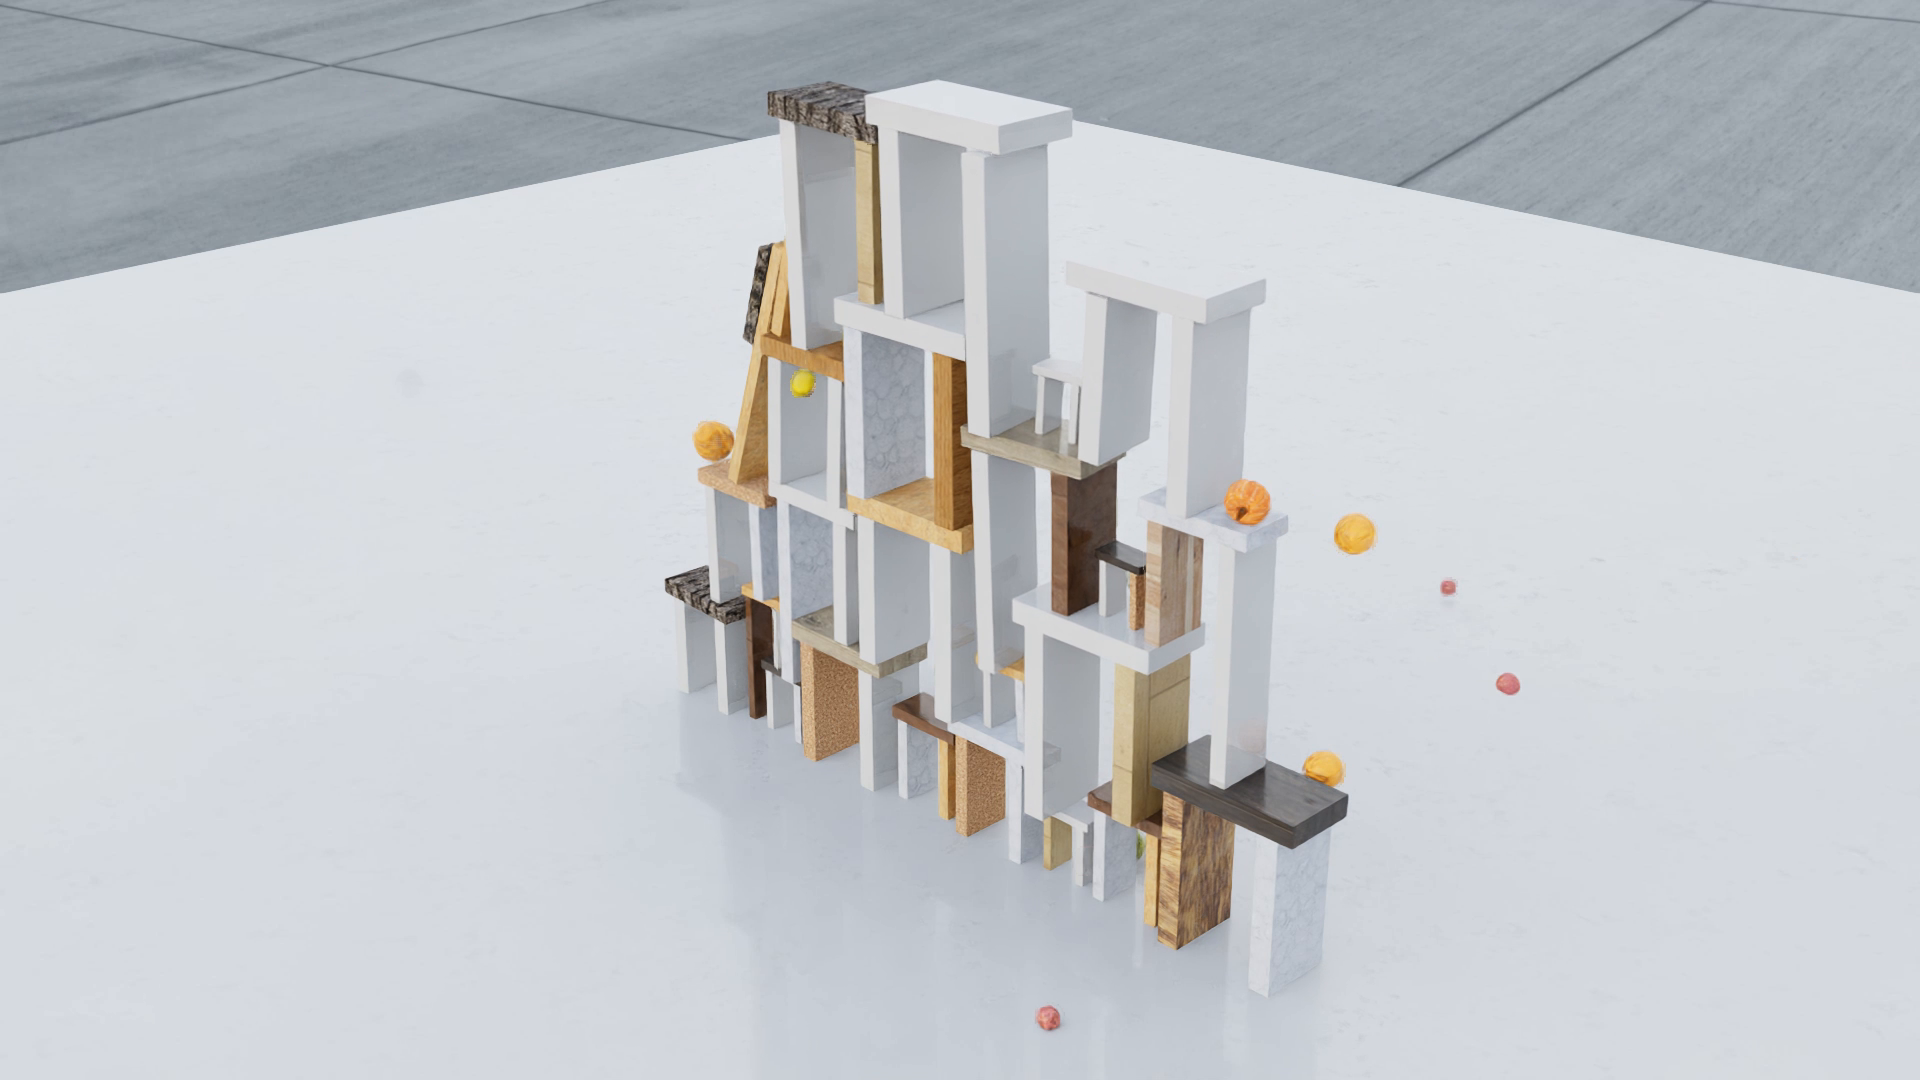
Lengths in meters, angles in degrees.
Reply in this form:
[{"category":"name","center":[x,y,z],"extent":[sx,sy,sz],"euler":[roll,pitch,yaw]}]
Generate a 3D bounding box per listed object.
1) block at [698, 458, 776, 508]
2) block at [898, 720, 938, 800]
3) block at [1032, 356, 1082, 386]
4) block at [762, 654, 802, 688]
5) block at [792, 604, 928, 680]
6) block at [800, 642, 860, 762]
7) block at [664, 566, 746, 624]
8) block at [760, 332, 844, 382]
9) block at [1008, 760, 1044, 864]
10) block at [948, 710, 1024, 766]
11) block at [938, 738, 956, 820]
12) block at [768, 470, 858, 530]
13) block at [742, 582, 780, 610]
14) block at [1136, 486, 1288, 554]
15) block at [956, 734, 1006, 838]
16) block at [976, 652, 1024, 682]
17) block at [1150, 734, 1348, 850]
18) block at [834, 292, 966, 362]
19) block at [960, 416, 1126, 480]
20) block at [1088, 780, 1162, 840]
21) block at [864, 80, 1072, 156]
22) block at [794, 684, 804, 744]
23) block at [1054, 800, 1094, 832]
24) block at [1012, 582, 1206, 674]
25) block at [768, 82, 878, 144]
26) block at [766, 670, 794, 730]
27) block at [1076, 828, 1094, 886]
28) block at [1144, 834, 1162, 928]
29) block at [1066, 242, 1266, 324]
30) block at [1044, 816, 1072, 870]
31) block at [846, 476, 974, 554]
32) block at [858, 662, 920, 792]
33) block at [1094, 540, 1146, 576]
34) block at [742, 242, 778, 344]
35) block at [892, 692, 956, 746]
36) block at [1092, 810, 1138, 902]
[{"category":"block","center":[-0.444,-0.123,4.655],"extent":[0.218,0.031,0.109],"euler":[21,31,41]},{"category":"block","center":[-0.085,0.436,4.508],"extent":[0.025,0.176,0.088],"euler":[21,31,41]},{"category":"block","center":[0.189,-0.296,3.861],"extent":[0.112,0.016,0.056],"euler":[18,31,37]},{"category":"block","center":[-0.356,0.277,4.728],"extent":[0.069,0.020,0.138],"euler":[-21,32,-41]},{"category":"block","center":[-0.209,0.205,4.537],"extent":[0.135,0.038,0.270],"euler":[-21,31,-40]},{"category":"block","center":[-0.271,0.322,4.657],"extent":[0.135,0.270,0.038],"euler":[-21,31,-41]},{"category":"block","center":[-0.538,0.119,4.850],"extent":[0.115,0.033,0.230],"euler":[-19,30,-38]},{"category":"block","center":[-0.255,-0.371,4.338],"extent":[0.134,0.038,0.268],"euler":[-21,31,-40]},{"category":"block","center":[0.145,0.511,4.276],"extent":[0.110,0.220,0.031],"euler":[-21,31,-41]},{"category":"block","center":[0.093,0.375,4.274],"extent":[0.110,0.031,0.220],"euler":[-21,31,-40]},{"category":"block","center":[-0.002,0.468,4.432],"extent":[0.088,0.176,0.025],"euler":[-21,31,-41]},{"category":"block","center":[-0.254,-0.091,4.464],"extent":[0.131,0.037,0.263],"euler":[-21,30,-40]},{"category":"block","center":[-0.398,0.116,4.712],"extent":[0.135,0.019,0.068],"euler":[21,30,41]},{"category":"block","center":[0.427,-0.042,3.727],"extent":[0.233,0.033,0.117],"euler":[21,32,40]},{"category":"block","center":[0.041,0.470,4.371],"extent":[0.110,0.220,0.031],"euler":[-21,31,-40]},{"category":"block","center":[0.102,0.233,4.195],"extent":[0.135,0.019,0.067],"euler":[20,33,39]},{"category":"block","center":[0.507,0.439,3.867],"extent":[0.313,0.044,0.157],"euler":[21,31,41]},{"category":"block","center":[-0.056,-0.412,4.099],"extent":[0.339,0.048,0.170],"euler":[20,30,39]},{"category":"block","center":[0.149,-0.178,3.941],"extent":[0.271,0.038,0.135],"euler":[18,31,36]},{"category":"block","center":[0.339,0.496,4.070],"extent":[0.190,0.027,0.095],"euler":[21,31,40]},{"category":"block","center":[0.013,-0.744,3.859],"extent":[0.174,0.049,0.348],"euler":[-21,31,-37]},{"category":"block","center":[-0.323,0.363,4.729],"extent":[0.069,0.138,0.020],"euler":[-21,31,-40]},{"category":"block","center":[0.217,0.517,4.197],"extent":[0.125,0.018,0.063],"euler":[21,32,41]},{"category":"block","center":[0.267,0.148,3.977],"extent":[0.320,0.045,0.160],"euler":[20,31,40]},{"category":"block","center":[-0.203,-0.800,4.105],"extent":[0.153,0.043,0.307],"euler":[-20,31,-39]},{"category":"block","center":[-0.388,0.337,4.789],"extent":[0.069,0.138,0.020],"euler":[-21,31,-41]},{"category":"block","center":[0.249,0.594,4.200],"extent":[0.063,0.125,0.018],"euler":[-22,31,-40]},{"category":"block","center":[0.384,0.612,4.073],"extent":[0.027,0.190,0.095],"euler":[21,31,40]},{"category":"block","center":[0.340,-0.429,3.649],"extent":[0.152,0.043,0.304],"euler":[-23,32,-39]},{"category":"block","center":[0.190,0.571,4.254],"extent":[0.018,0.125,0.063],"euler":[21,32,40]},{"category":"block","center":[-0.055,-0.058,4.252],"extent":[0.312,0.044,0.156],"euler":[21,31,40]},{"category":"block","center":[-0.144,0.372,4.539],"extent":[0.135,0.270,0.038],"euler":[-21,31,-40]},{"category":"block","center":[0.297,0.032,3.891],"extent":[0.055,0.016,0.110],"euler":[-21,31,-37]},{"category":"block","center":[-0.372,-0.498,4.414],"extent":[0.029,0.207,0.103],"euler":[35,37,31]},{"category":"block","center":[-0.044,0.359,4.431],"extent":[0.176,0.025,0.088],"euler":[21,31,41]},{"category":"block","center":[0.294,0.579,4.153],"extent":[0.027,0.190,0.095],"euler":[21,31,40]}]
